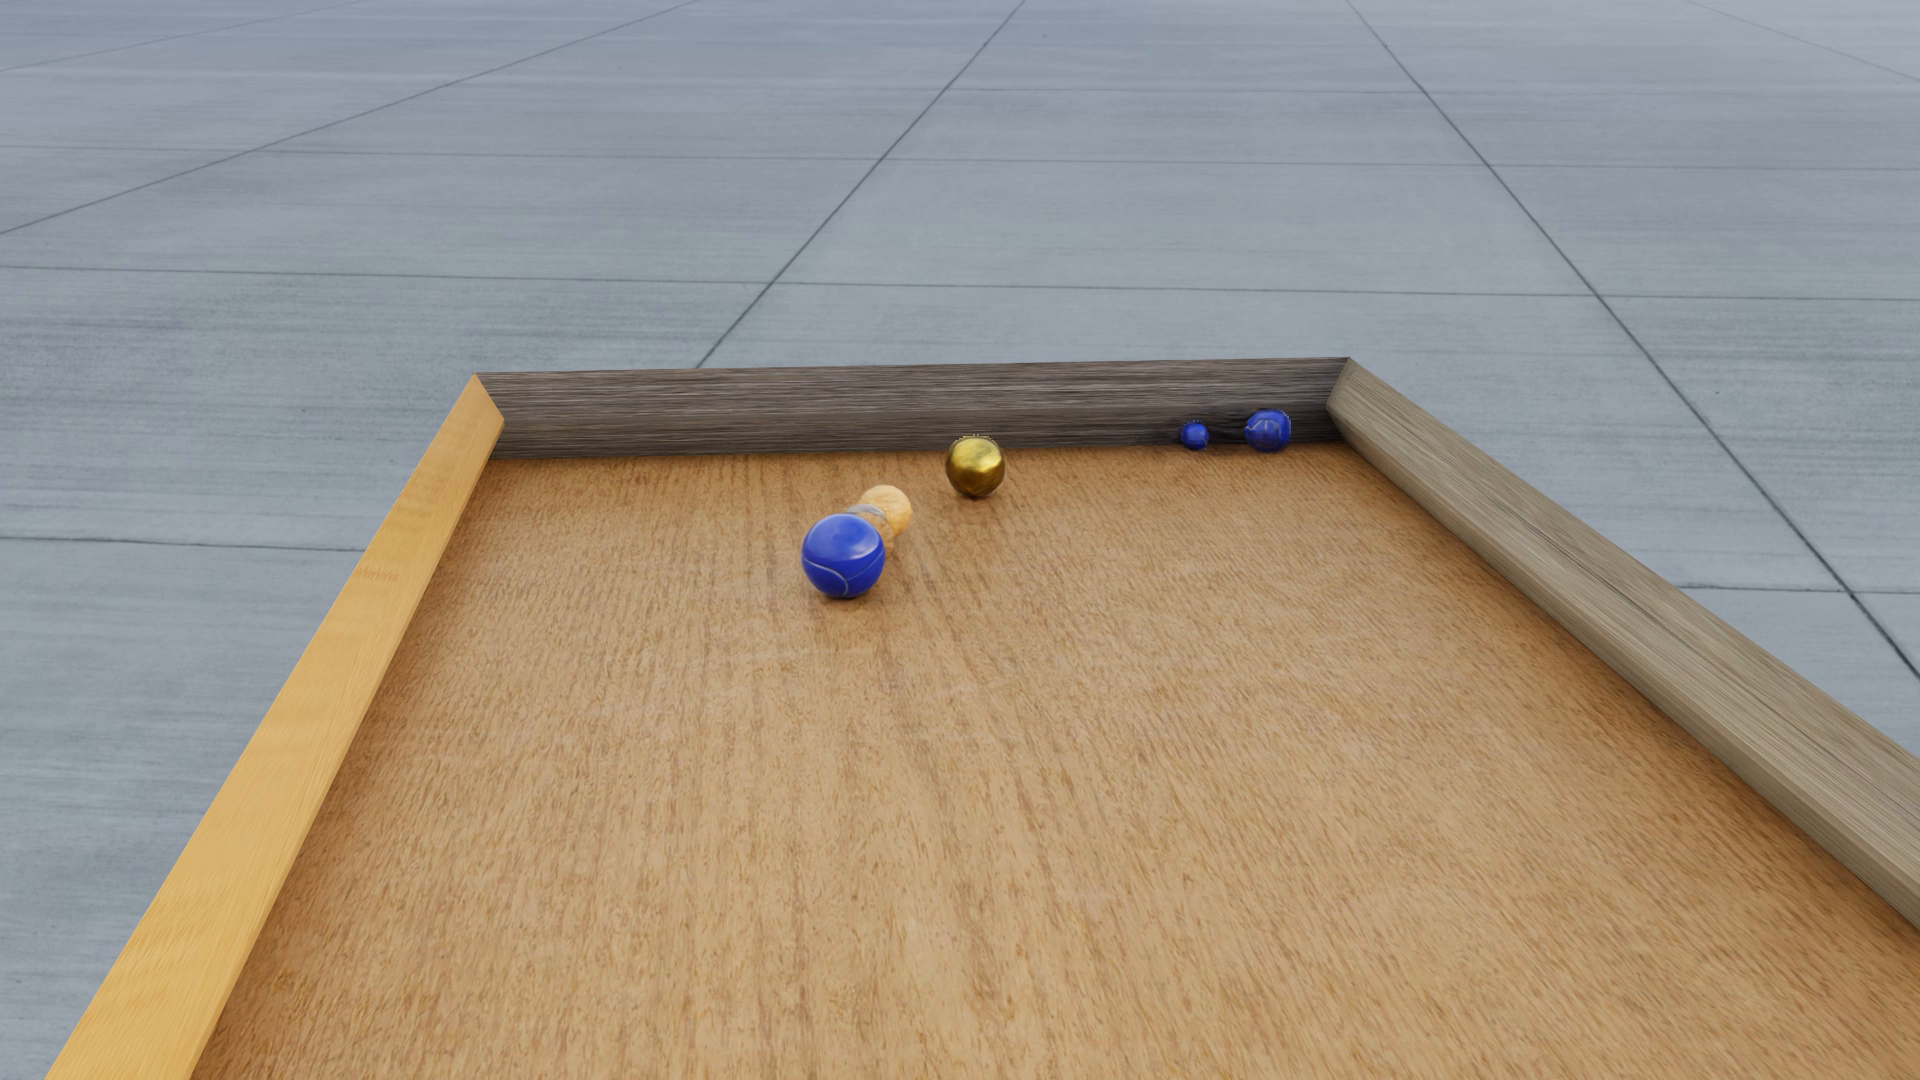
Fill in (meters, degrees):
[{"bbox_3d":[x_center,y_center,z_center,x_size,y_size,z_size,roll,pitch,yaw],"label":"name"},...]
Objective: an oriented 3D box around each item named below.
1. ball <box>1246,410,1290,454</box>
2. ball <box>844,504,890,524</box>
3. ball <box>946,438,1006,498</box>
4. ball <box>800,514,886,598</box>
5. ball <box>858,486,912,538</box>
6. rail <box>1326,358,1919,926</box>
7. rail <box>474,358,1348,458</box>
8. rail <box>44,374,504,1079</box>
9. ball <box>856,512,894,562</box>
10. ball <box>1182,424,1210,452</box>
[{"bbox_3d":[0.450,-0.159,3.217,0.065,0.065,0.065,0,15,0],"label":"ball"},{"bbox_3d":[-0.117,-0.014,2.697,0.062,0.062,0.062,0,15,0],"label":"ball"},{"bbox_3d":[0.021,-0.098,2.967,0.081,0.081,0.081,0,15,0],"label":"ball"},{"bbox_3d":[-0.134,0.018,2.518,0.097,0.097,0.097,0,15,0],"label":"ball"},{"bbox_3d":[-0.095,-0.034,2.756,0.070,0.070,0.070,0,15,0],"label":"ball"},{"bbox_3d":[0.674,0.123,2.081,0.045,0.126,2.504,-1,16,-5],"label":"rail"},{"bbox_3d":[-0.057,-0.188,3.203,1.283,0.126,0.045,-1,16,-5],"label":"rail"},{"bbox_3d":[-0.556,0.154,1.969,0.045,0.126,2.504,-1,16,-5],"label":"rail"},{"bbox_3d":[-0.112,0.001,2.634,0.068,0.068,0.068,0,15,0],"label":"ball"},{"bbox_3d":[0.346,-0.151,3.233,0.041,0.041,0.041,0,15,0],"label":"ball"}]
